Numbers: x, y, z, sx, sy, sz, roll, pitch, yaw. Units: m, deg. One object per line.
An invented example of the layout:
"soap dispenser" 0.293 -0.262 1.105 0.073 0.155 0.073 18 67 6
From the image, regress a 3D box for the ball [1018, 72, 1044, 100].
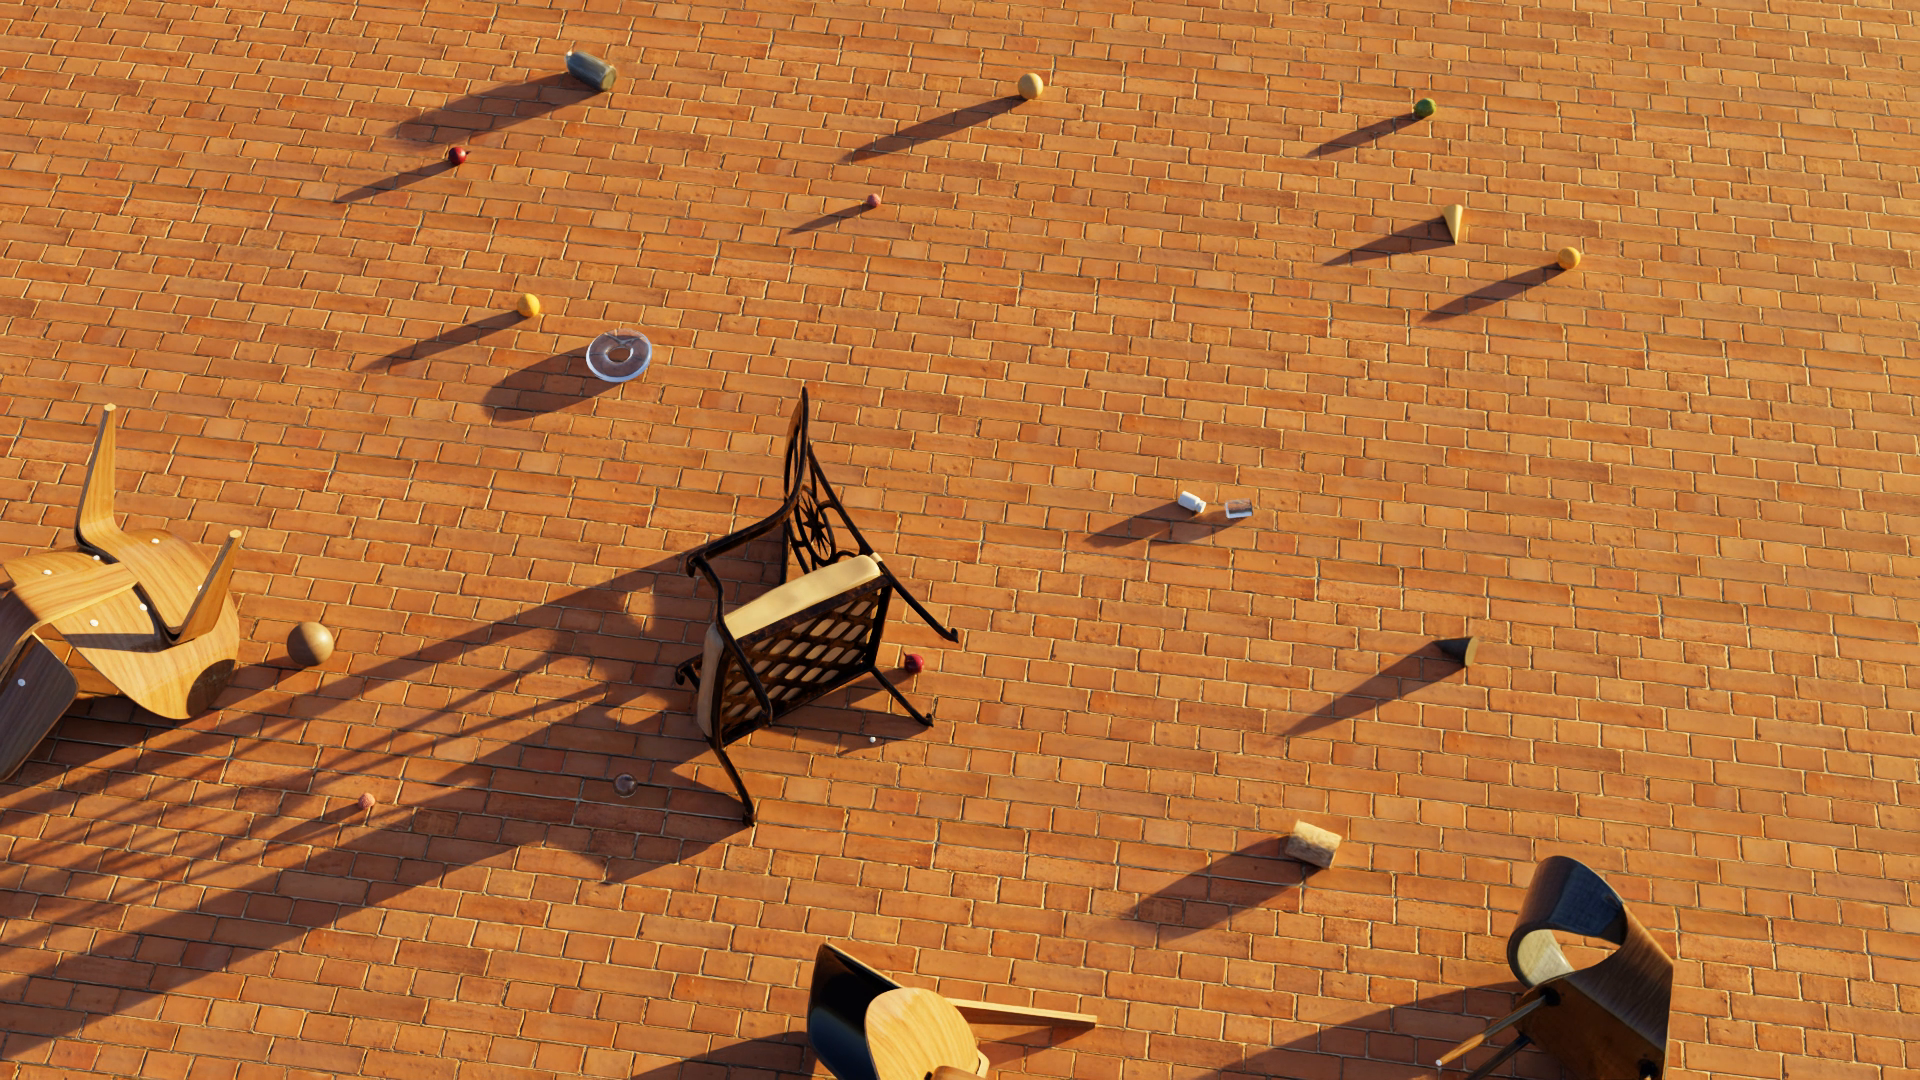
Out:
"ball" 0.242 -1.561 7.567 0.090 0.090 0.090 0 56 0

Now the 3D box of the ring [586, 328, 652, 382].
"ring" -1.074 -0.583 6.937 0.207 0.049 0.213 27 60 18

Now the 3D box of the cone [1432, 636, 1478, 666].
"cone" 1.418 0.306 6.345 0.122 0.082 0.090 15 86 33

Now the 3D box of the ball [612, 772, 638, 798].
"ball" -0.925 0.677 6.078 0.069 0.069 0.069 0 56 0
